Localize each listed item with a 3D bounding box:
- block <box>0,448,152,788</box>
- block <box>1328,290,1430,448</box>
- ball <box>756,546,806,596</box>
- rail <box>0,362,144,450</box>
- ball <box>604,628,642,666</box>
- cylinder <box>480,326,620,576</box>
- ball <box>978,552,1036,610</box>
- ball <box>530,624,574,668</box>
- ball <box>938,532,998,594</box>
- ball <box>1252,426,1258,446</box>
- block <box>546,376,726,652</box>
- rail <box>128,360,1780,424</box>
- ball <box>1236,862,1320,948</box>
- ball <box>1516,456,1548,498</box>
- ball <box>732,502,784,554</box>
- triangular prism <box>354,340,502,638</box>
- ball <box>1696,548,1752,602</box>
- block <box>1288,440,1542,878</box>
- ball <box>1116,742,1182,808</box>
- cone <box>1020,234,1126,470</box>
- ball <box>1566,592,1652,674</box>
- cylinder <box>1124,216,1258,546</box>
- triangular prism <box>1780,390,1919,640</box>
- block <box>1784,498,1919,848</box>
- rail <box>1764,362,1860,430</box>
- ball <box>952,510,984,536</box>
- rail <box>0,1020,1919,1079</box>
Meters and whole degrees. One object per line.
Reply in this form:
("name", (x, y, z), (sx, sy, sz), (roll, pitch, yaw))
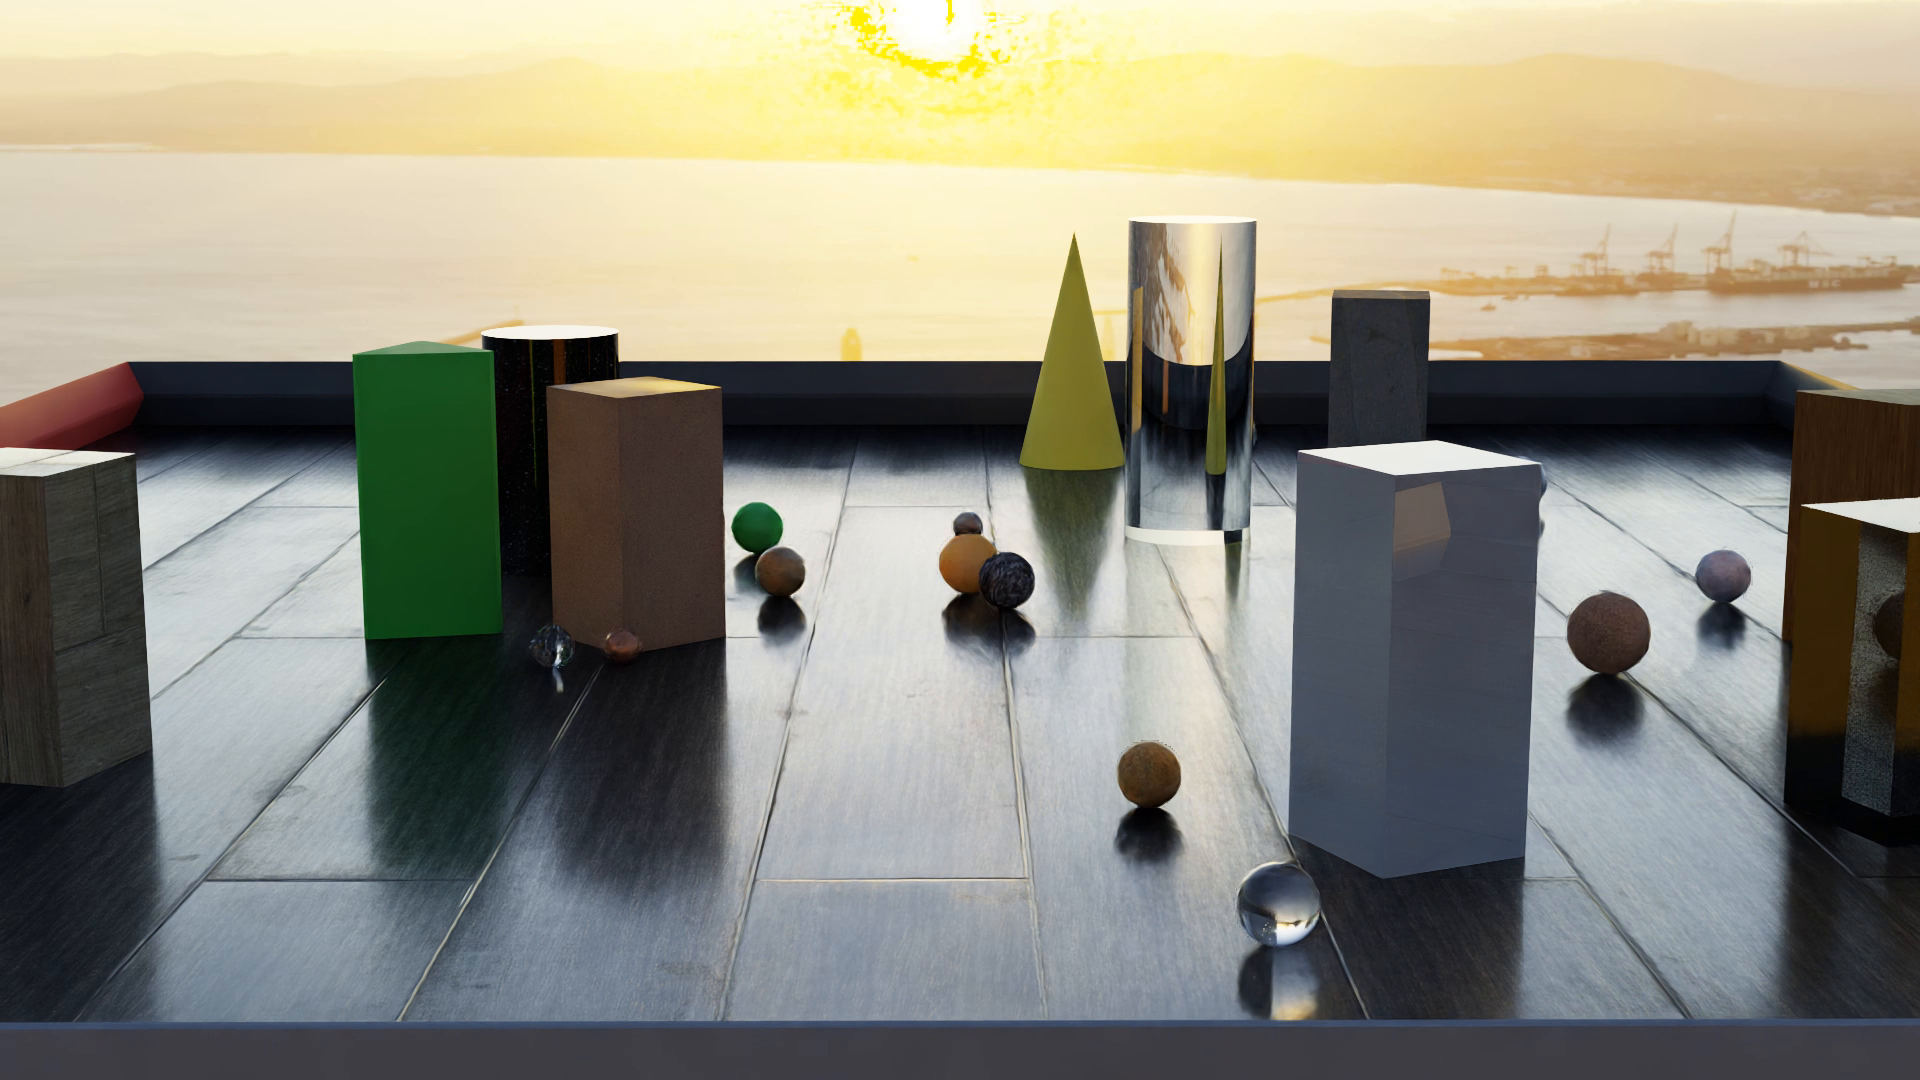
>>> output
("block", (-0.970, 0.077, 2.688), (0.159, 0.322, 0.159), (3, 11, 16))
("block", (0.700, -0.235, 4.295), (0.159, 0.352, 0.159), (2, 11, 9))
("ball", (-0.248, 0.043, 3.559), (0.071, 0.071, 0.071), (0, 10, 0))
("rail", (-1.669, 0.035, 3.439), (0.045, 0.129, 3.693), (0, 10, 0))
("ball", (-0.415, 0.132, 3.153), (0.045, 0.045, 0.045), (0, 10, 0))
("cylinder", (-0.597, -0.134, 3.770), (0.199, 0.344, 0.199), (0, 10, 0))
("ball", (0.064, 0.055, 3.479), (0.078, 0.078, 0.078), (0, 10, 0))
("ball", (-0.500, 0.130, 3.142), (0.053, 0.053, 0.053), (0, 10, 0))
("ball", (0.013, 0.033, 3.579), (0.085, 0.085, 0.085), (0, 10, 0))
("ball", (0.518, -0.198, 4.801), (0.076, 0.076, 0.076), (0, 10, 0))
("block", (-0.415, -0.036, 3.292), (0.159, 0.324, 0.159), (-9, 14, -41))
("rail", (-0.011, -0.298, 5.241), (3.386, 0.129, 0.045), (0, 10, 0))
("ball", (0.266, 0.305, 2.147), (0.071, 0.071, 0.071), (0, 10, 0))
("ball", (0.936, -0.097, 4.280), (0.085, 0.085, 0.085), (0, 10, 0))
("ball", (-0.306, -0.018, 3.874), (0.078, 0.078, 0.078), (0, 10, 0))
("triangular prism", (-0.697, -0.070, 3.358), (0.172, 0.367, 0.149), (-2, 11, -12))
("ball", (1.047, 0.049, 3.521), (0.074, 0.074, 0.074), (0, 10, 0))
("block", (0.422, 0.106, 2.398), (0.159, 0.371, 0.159), (-5, 12, -25))
("ball", (0.188, 0.234, 2.549), (0.065, 0.065, 0.065), (0, 10, 0))
("cone", (0.209, -0.357, 4.736), (0.199, 0.430, 0.199), (0, 10, 0))
("ball", (0.785, 0.113, 3.105), (0.099, 0.099, 0.099), (0, 10, 0))
("cylinder", (0.358, -0.252, 3.996), (0.199, 0.493, 0.199), (0, 10, 0))
("triangular prism", (1.169, -0.027, 3.252), (0.149, 0.321, 0.172), (-7, 13, -35))
("block", (0.925, 0.123, 2.491), (0.159, 0.302, 0.159), (-4, 11, -18))
("rail", (1.669, 0.032, 3.458), (0.045, 0.129, 3.693), (0, 10, 0))
("ball", (0.013, -0.021, 3.969), (0.048, 0.048, 0.048), (0, 10, 0))
("rail", (0.011, 0.365, 1.656), (3.386, 0.129, 0.045), (0, 10, 0))
